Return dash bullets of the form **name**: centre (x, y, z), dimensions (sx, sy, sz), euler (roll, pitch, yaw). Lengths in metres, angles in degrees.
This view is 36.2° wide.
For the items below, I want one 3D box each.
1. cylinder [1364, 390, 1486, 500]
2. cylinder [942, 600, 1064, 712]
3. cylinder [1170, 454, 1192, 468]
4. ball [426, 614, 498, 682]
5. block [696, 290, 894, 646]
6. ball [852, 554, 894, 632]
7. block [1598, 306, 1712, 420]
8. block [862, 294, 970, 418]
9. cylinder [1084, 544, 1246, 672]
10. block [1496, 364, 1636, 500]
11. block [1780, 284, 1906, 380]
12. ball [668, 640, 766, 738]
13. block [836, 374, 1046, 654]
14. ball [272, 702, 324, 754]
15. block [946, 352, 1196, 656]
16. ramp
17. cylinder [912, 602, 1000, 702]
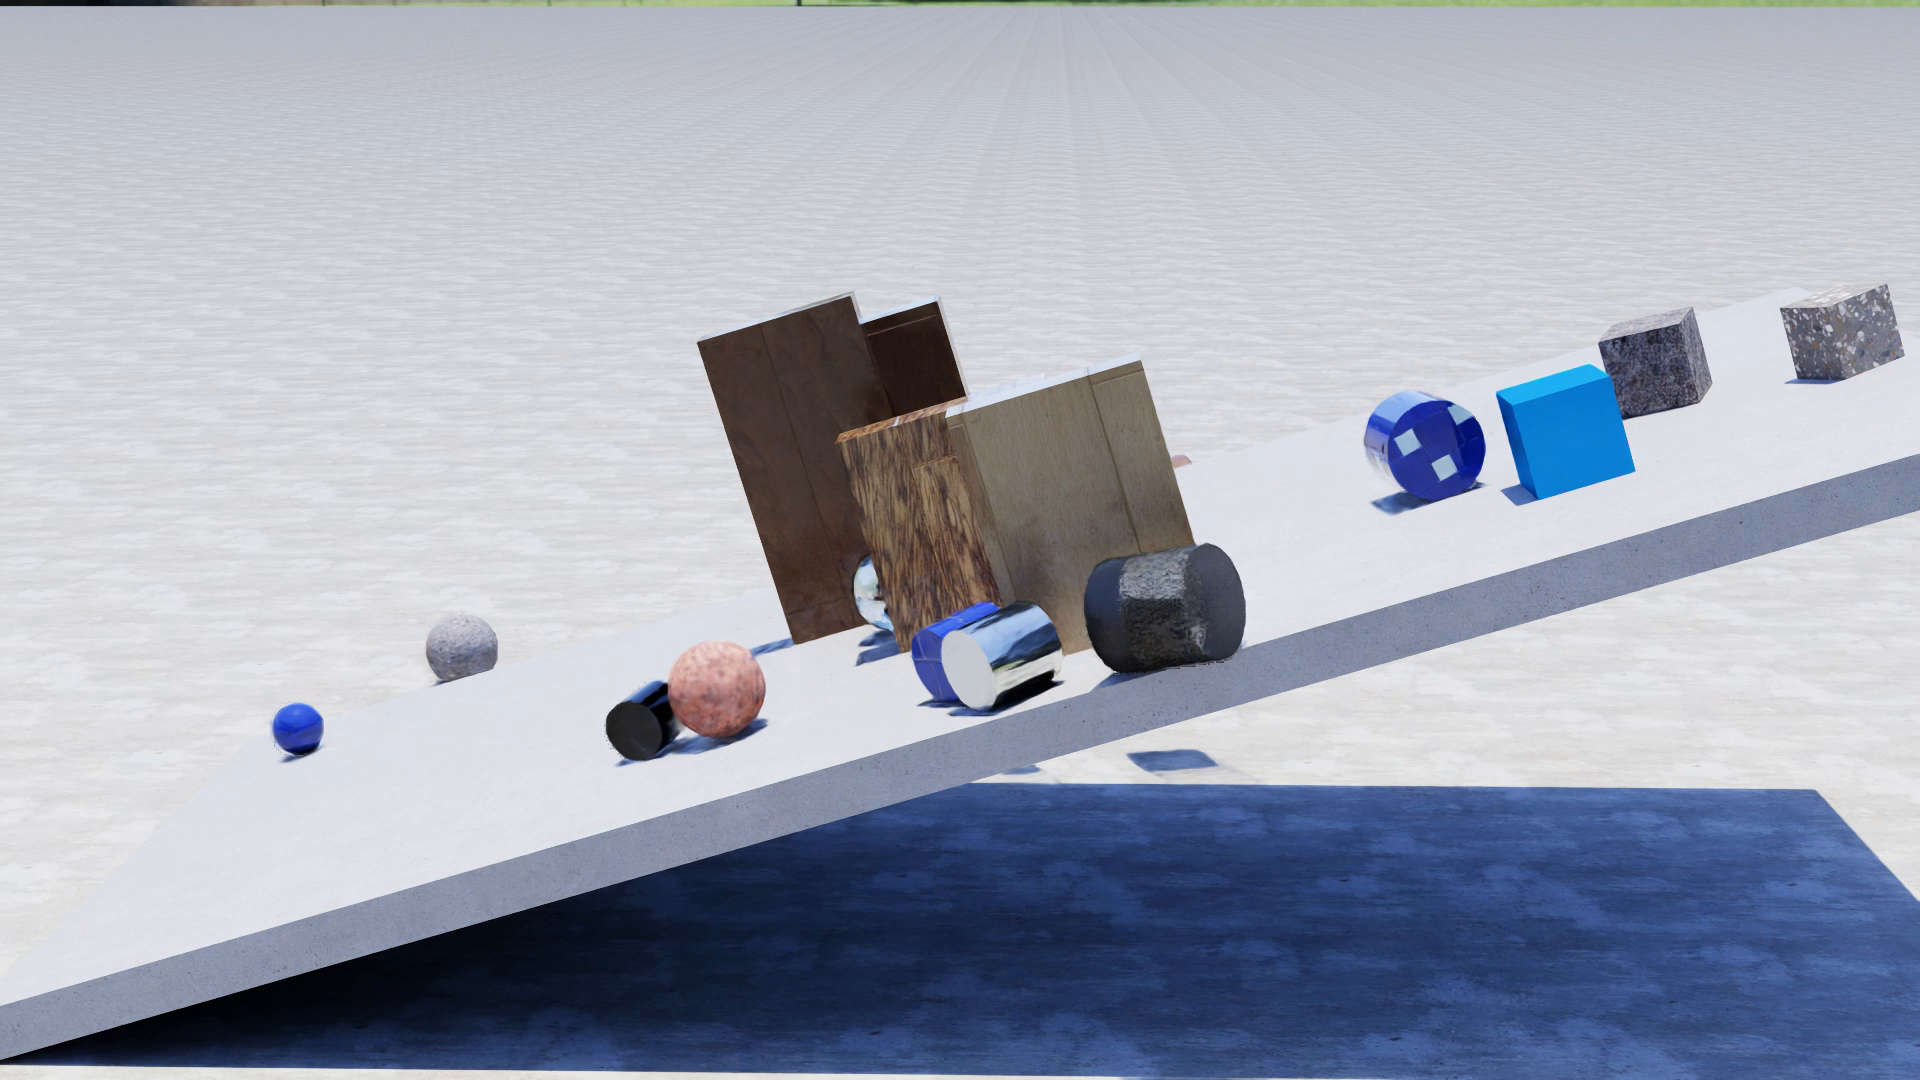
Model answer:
- **cylinder**: centre (0.956, -0.197, 6.062), dimensions (0.204, 0.204, 0.204), euler (-1, 9, -5)
- **cylinder**: centre (0.078, 0.214, 5.443), dimensions (0.160, 0.160, 0.160), euler (-24, 22, -32)
- **cylinder**: centre (0.496, -0.105, 7.502), dimensions (0.195, 0.195, 0.195), euler (-13, 14, -12)
- **ball**: centre (-1.425, 0.314, 8.419), dimensions (0.207, 0.207, 0.207), euler (0, 11, 0)
- **block**: centre (-0.301, -0.158, 6.511), dimensions (0.353, 0.708, 0.103), euler (-16, 10, 5)
- **ball**: centre (-0.139, 0.105, 6.318), dimensions (0.185, 0.185, 0.185), euler (0, 11, 0)
- **block**: centre (1.477, -0.376, 6.243), dimensions (0.174, 0.174, 0.174), euler (-12, 11, 26)
- **block**: centre (-0.151, -0.236, 7.008), dimensions (0.392, 0.597, 0.141), euler (-16, 10, 5)
- **cylinder**: centre (0.370, 0.124, 5.296), dimensions (0.210, 0.210, 0.210), euler (-10, 3, 37)
- **block**: centre (1.190, -0.214, 5.789), dimensions (0.195, 0.195, 0.195), euler (-17, 10, 3)
- **block**: centre (1.805, -0.426, 6.019), dimensions (0.154, 0.154, 0.154), euler (-21, 11, -18)
- **ball**: centre (-0.483, 0.295, 5.844), dimensions (0.195, 0.195, 0.195), euler (0, 11, 0)
- **block**: centre (0.027, -0.056, 6.119), dimensions (0.449, 0.461, 0.133), euler (-16, 10, 5)
- **ball**: centre (-1.587, 0.452, 7.053), dimensions (0.125, 0.125, 0.125), euler (0, 11, 0)
- **block**: centre (0.232, -0.058, 5.652), dimensions (0.385, 0.508, 0.122), euler (-16, 10, 5)
- **ramp**: centre (0.094, 0.185, 6.316), dimensions (4.000, 0.100, 2.000), euler (-16, 10, 5)
- **cylinder**: centre (0.012, 0.213, 5.587), dimensions (0.149, 0.149, 0.149), euler (-24, 23, -33)
